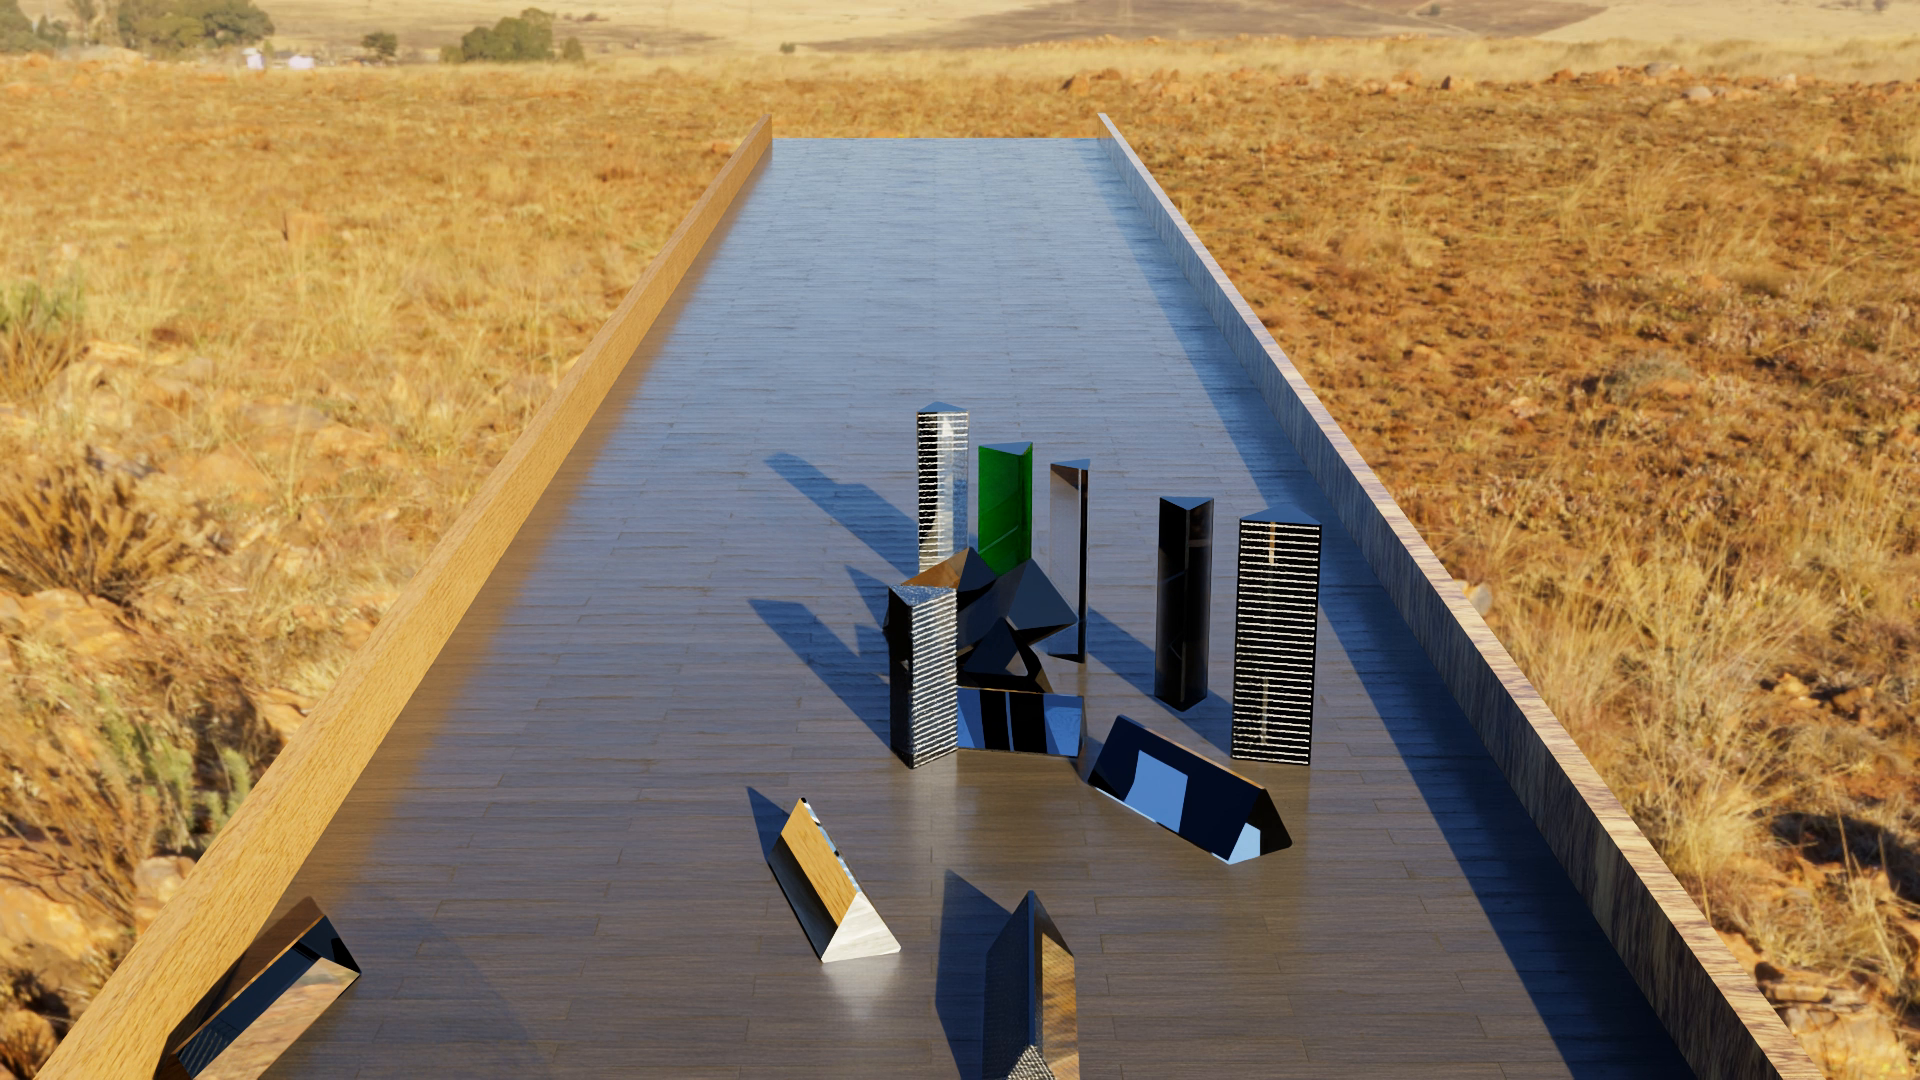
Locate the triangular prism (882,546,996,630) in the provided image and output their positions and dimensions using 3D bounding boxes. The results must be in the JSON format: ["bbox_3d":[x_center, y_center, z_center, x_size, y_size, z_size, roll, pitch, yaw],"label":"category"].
[{"bbox_3d":[-0.049,0.096,4.446,0.095,0.082,0.394,-9,-9,-26],"label":"triangular prism"}]

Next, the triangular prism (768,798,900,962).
[{"bbox_3d":[-0.197,0.505,3.339,0.117,0.101,0.358,-5,17,-16],"label":"triangular prism"}]

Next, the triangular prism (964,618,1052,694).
[{"bbox_3d":[0.102,0.225,4.000,0.115,0.100,0.343,4,-14,13],"label":"triangular prism"}]

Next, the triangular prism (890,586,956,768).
[{"bbox_3d":[-0.085,0.235,3.903,0.105,0.304,0.121,14,22,39],"label":"triangular prism"}]

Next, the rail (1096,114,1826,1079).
[{"bbox_3d":[0.932,-0.844,7.801,0.050,0.150,12.000,0,17,-1],"label":"rail"}]

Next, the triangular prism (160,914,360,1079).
[{"bbox_3d":[-0.944,0.629,2.948,0.102,0.088,0.396,4,17,11],"label":"triangular prism"}]

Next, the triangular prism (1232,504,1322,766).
[{"bbox_3d":[0.565,0.165,3.895,0.138,0.444,0.120,4,17,13],"label":"triangular prism"}]

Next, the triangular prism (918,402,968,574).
[{"bbox_3d":[-0.044,-0.103,4.879,0.112,0.396,0.097,-2,17,-8],"label":"triangular prism"}]

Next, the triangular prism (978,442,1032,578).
[{"bbox_3d":[0.116,-0.022,4.660,0.118,0.366,0.102,15,22,41],"label":"triangular prism"}]

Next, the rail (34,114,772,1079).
[{"bbox_3d":[-1.118,-0.838,7.780,0.050,0.150,12.000,0,17,-1],"label":"rail"}]

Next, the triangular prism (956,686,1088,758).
[{"bbox_3d":[0.066,0.316,3.985,0.318,0.096,0.111,4,17,12],"label":"triangular prism"}]

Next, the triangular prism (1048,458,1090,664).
[{"bbox_3d":[0.235,0.039,4.392,0.087,0.400,0.075,12,20,35],"label":"triangular prism"}]

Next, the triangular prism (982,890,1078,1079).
[{"bbox_3d":[0.096,0.616,2.957,0.124,0.108,0.440,1,17,1],"label":"triangular prism"}]

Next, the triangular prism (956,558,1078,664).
[{"bbox_3d":[0.071,0.140,4.193,0.143,0.124,0.442,-6,-10,-19],"label":"triangular prism"}]

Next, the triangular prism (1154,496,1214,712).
[{"bbox_3d":[0.410,0.116,4.144,0.086,0.396,0.099,11,20,32],"label":"triangular prism"}]
